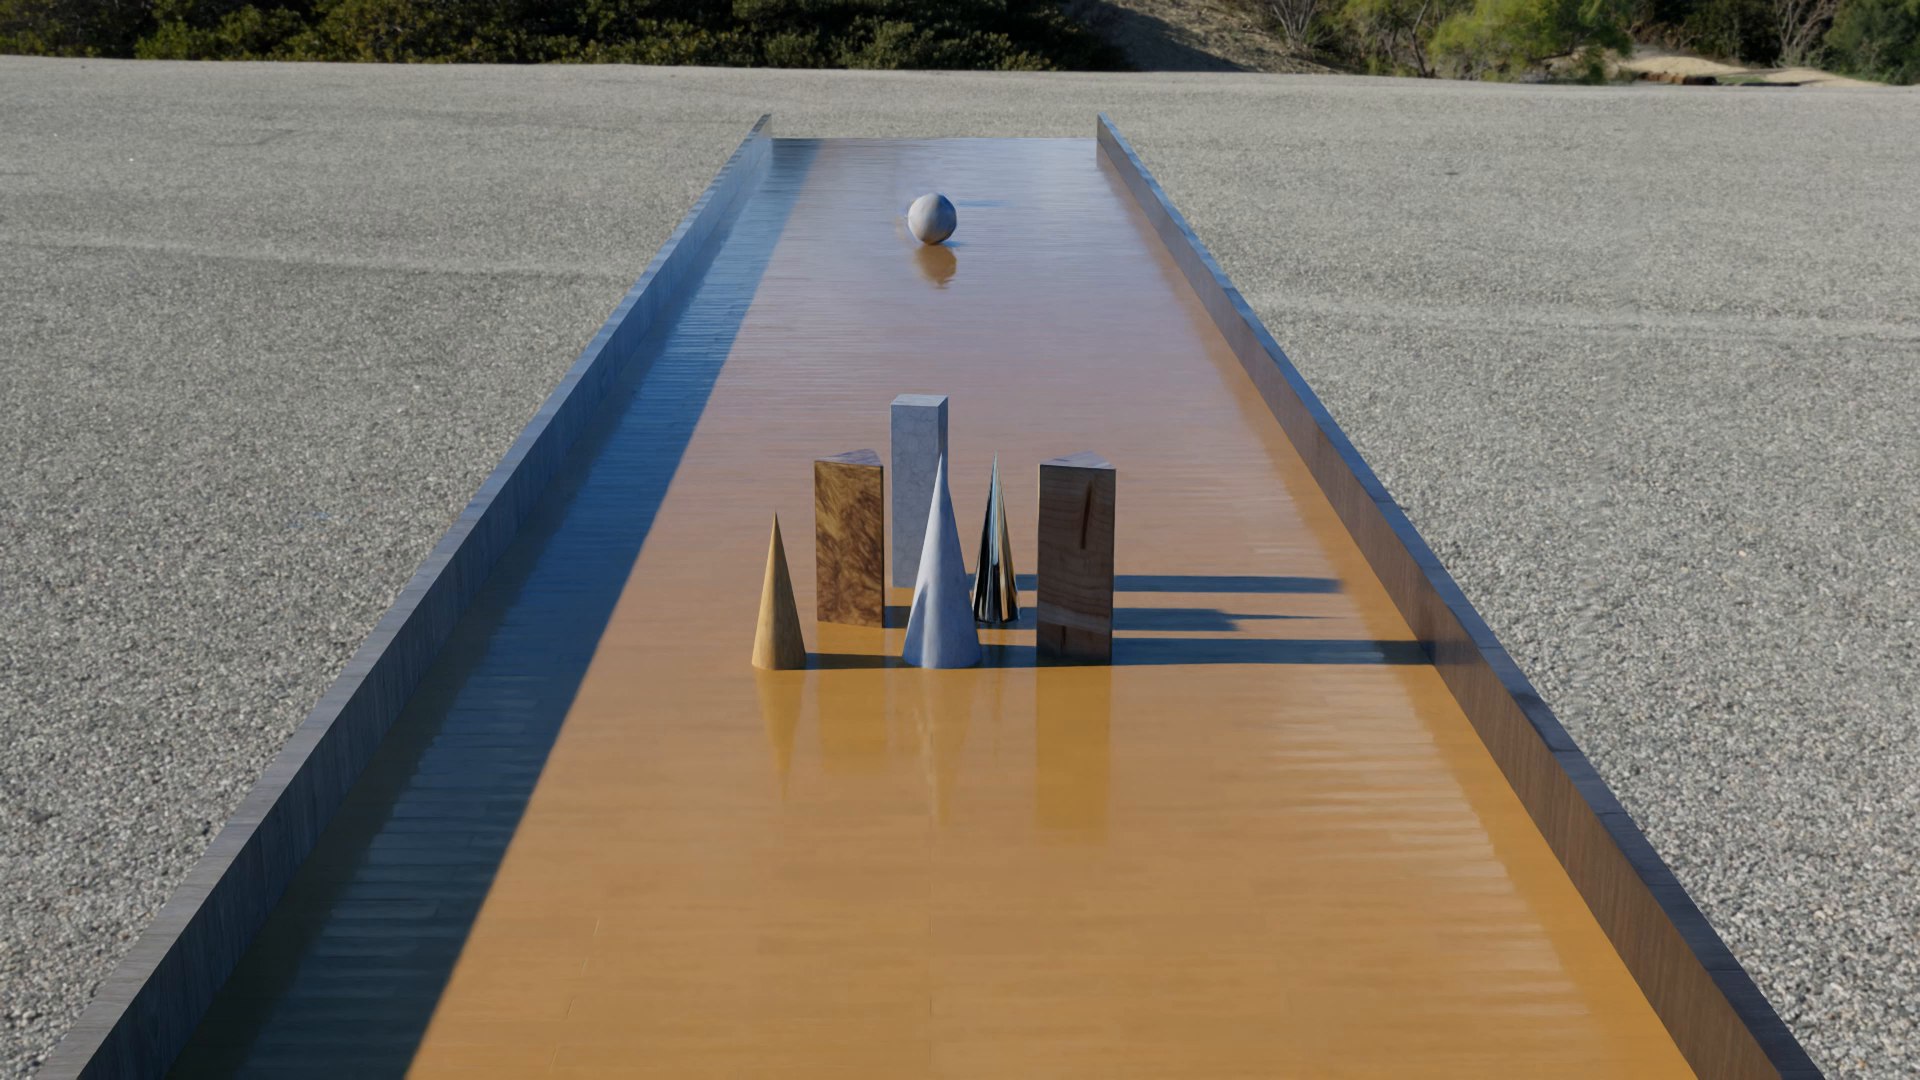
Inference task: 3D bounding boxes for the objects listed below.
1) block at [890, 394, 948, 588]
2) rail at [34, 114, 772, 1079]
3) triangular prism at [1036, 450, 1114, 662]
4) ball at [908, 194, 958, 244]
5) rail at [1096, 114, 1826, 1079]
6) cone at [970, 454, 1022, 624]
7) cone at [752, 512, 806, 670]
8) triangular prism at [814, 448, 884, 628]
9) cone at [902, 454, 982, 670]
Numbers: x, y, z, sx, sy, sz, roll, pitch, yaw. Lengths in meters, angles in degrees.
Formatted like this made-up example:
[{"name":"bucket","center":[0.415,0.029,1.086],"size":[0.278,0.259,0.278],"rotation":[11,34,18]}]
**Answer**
[{"name":"block","center":[-0.089,-0.106,4.856],"size":[0.106,0.415,0.106],"rotation":[3,17,10]},{"name":"rail","center":[-1.118,-0.838,7.780],"size":[0.050,0.150,12.000],"rotation":[0,17,-1]},{"name":"triangular prism","center":[0.246,0.029,4.431],"size":[0.153,0.399,0.132],"rotation":[4,17,15]},{"name":"ball","center":[-0.119,-1.392,9.530],"size":[0.215,0.215,0.215],"rotation":[0,17,0]},{"name":"rail","center":[0.932,-0.844,7.801],"size":[0.050,0.150,12.000],"rotation":[0,17,-1]},{"name":"cone","center":[0.074,-0.014,4.640],"size":[0.113,0.361,0.113],"rotation":[0,17,0]},{"name":"cone","center":[-0.362,0.091,4.366],"size":[0.111,0.317,0.111],"rotation":[0,17,0]},{"name":"triangular prism","center":[-0.210,-0.008,4.640],"size":[0.152,0.350,0.131],"rotation":[6,17,18]},{"name":"cone","center":[-0.036,0.030,4.381],"size":[0.161,0.425,0.161],"rotation":[0,17,0]}]
